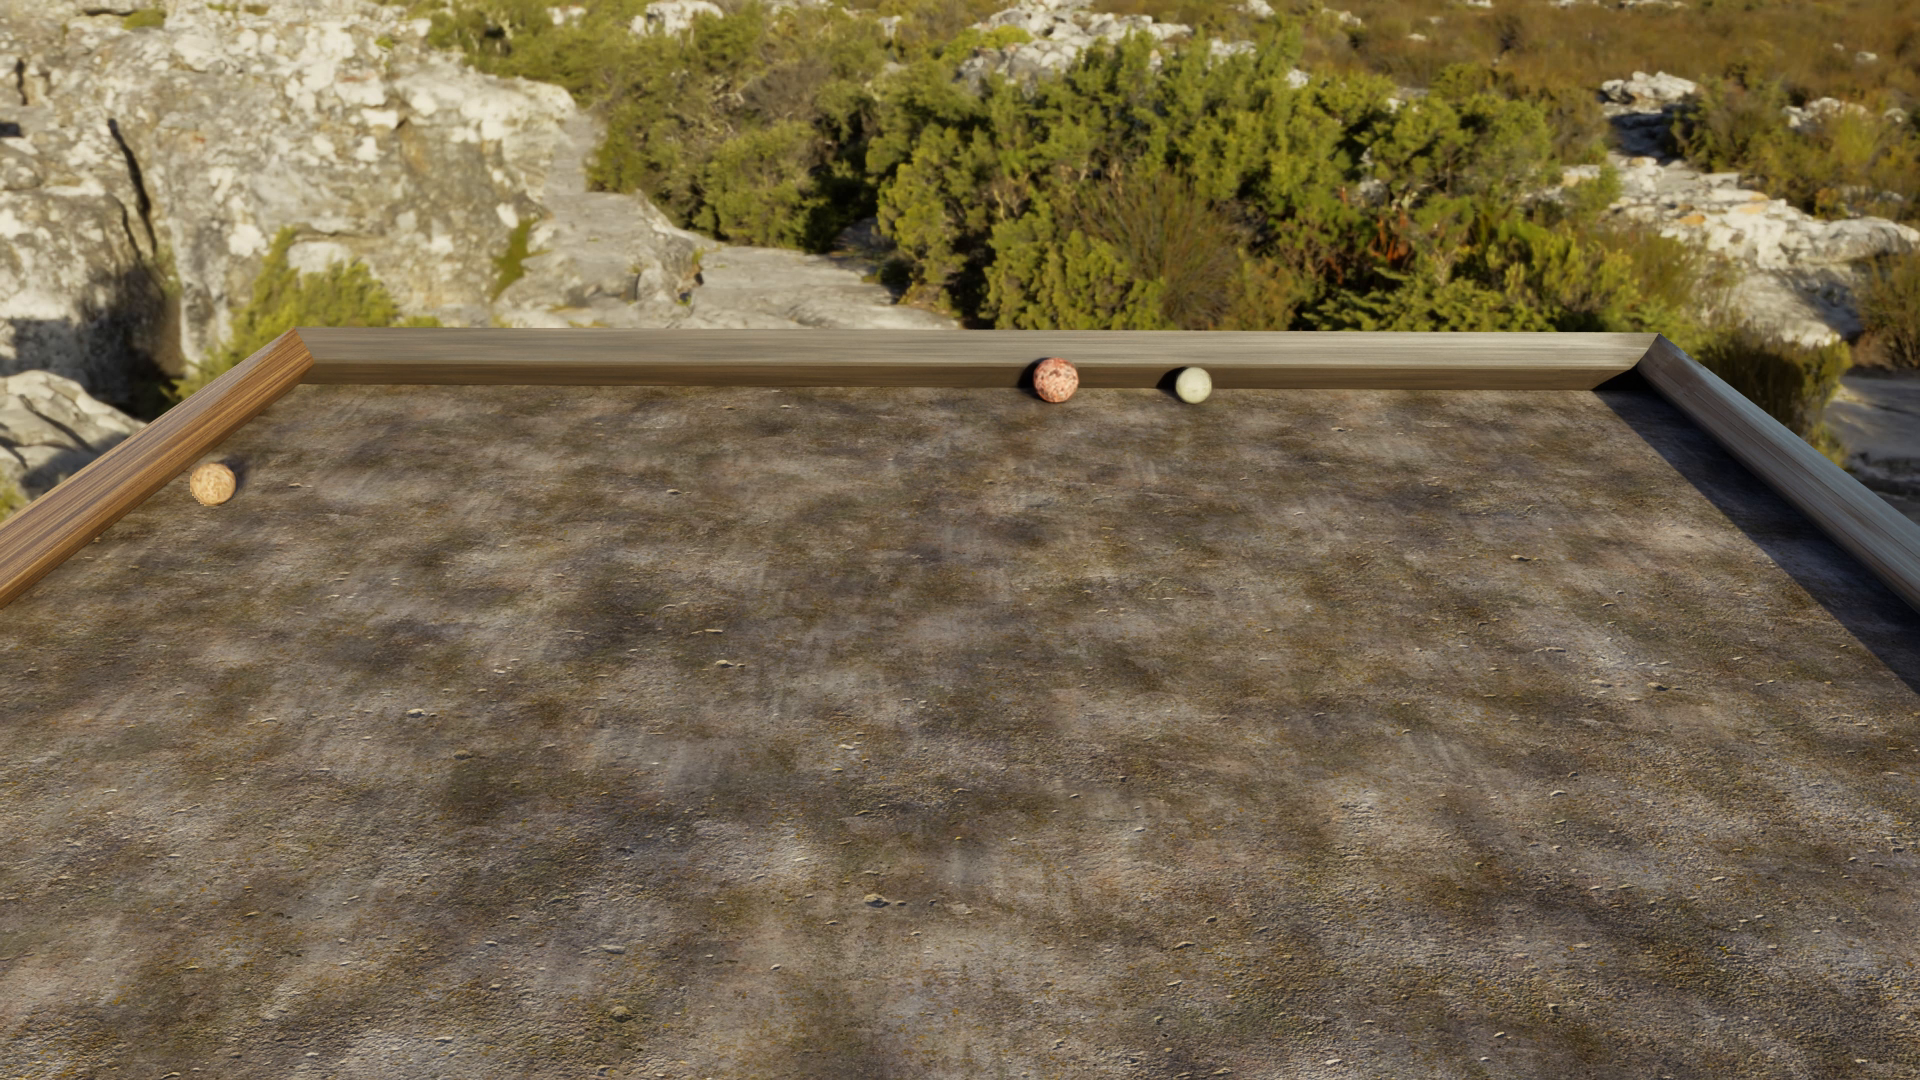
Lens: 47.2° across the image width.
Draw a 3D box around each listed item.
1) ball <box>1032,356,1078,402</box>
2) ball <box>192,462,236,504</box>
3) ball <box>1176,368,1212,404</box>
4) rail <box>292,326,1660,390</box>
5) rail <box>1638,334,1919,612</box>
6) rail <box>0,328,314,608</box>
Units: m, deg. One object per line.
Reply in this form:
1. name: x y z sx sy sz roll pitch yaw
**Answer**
1. ball: 0.152 -0.255 3.505 0.073 0.073 0.073 0 17 0
2. ball: -1.005 -0.076 2.964 0.057 0.057 0.057 0 17 0
3. ball: 0.372 -0.246 3.501 0.058 0.058 0.058 0 17 0
4. rail: 0.019 -0.290 3.578 2.231 0.095 0.045 0 17 1
5. rail: 1.072 0.275 1.783 0.045 0.095 3.766 0 17 1
6. rail: -1.111 0.261 1.827 0.045 0.095 3.766 0 17 1
